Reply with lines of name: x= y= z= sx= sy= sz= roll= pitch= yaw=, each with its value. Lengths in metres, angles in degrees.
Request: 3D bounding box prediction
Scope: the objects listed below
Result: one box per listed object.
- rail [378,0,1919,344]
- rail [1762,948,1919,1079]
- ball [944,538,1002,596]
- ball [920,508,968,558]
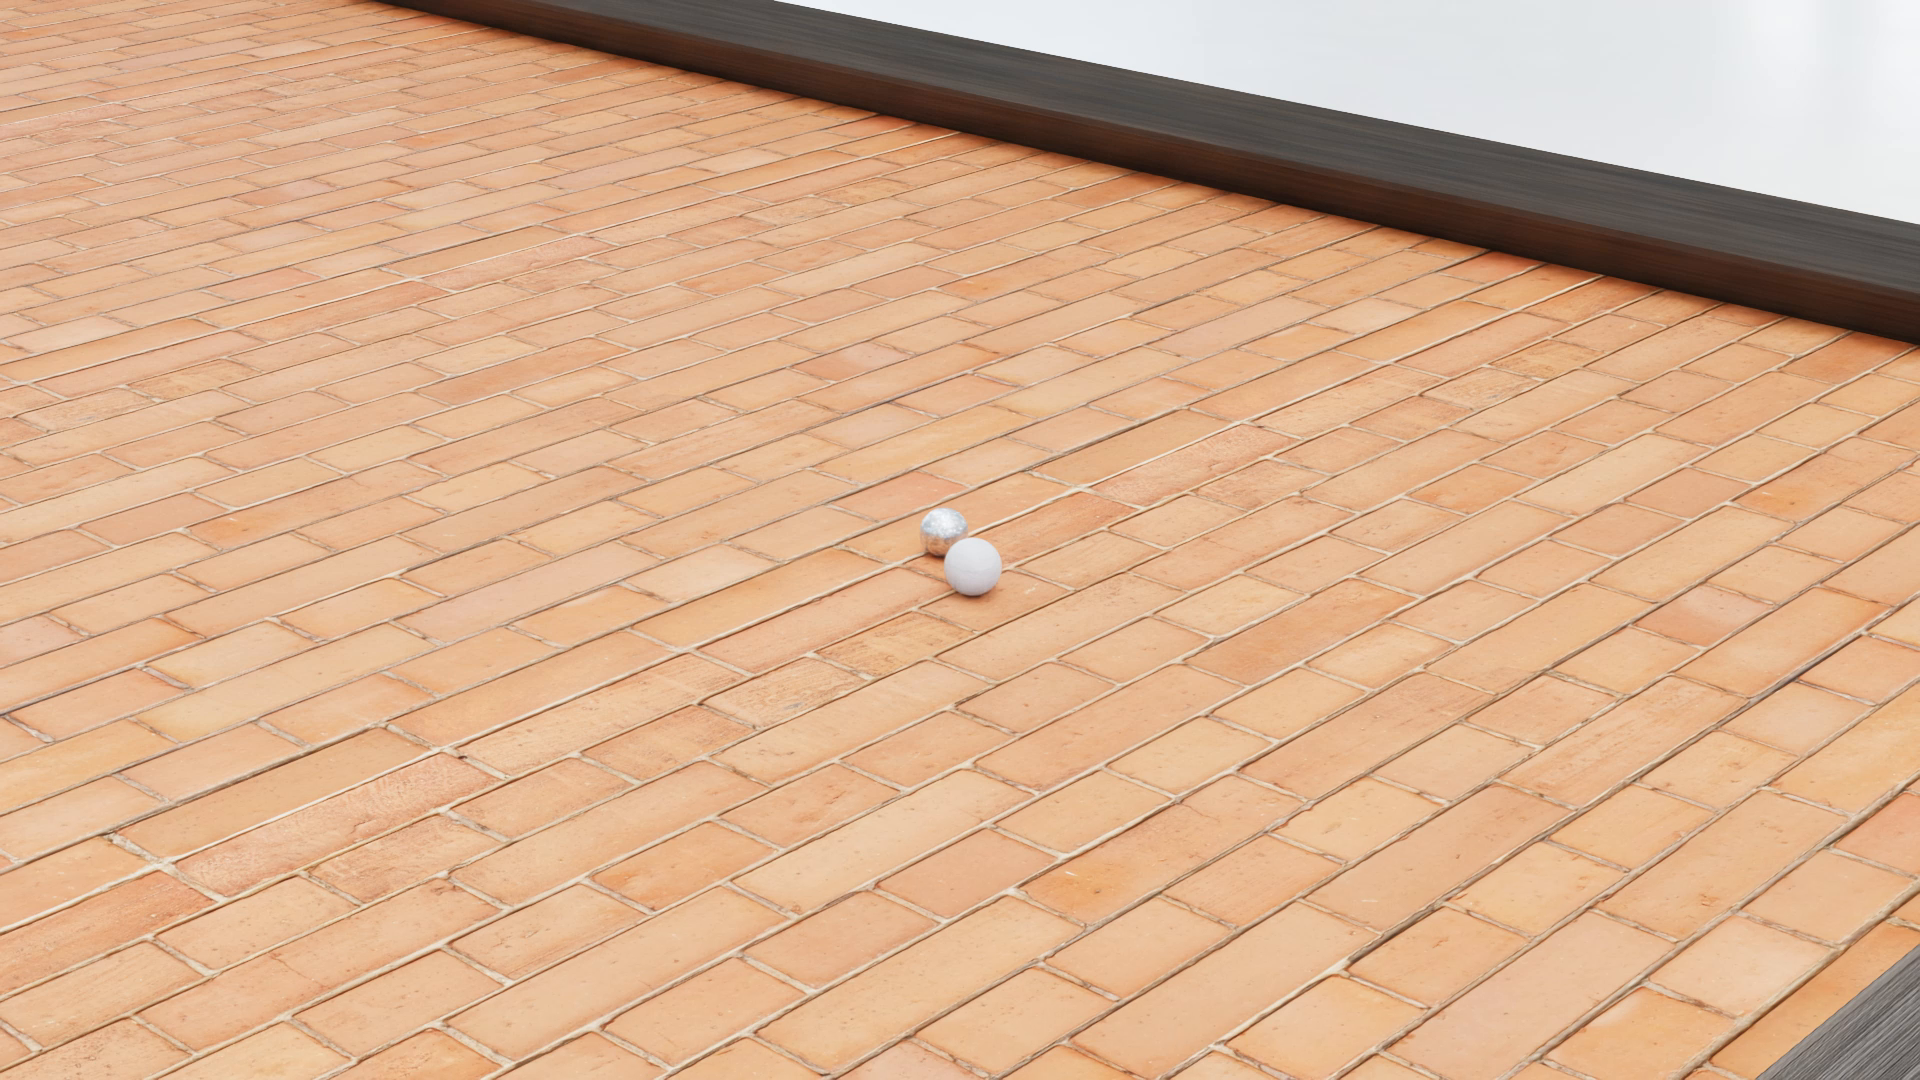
rail: x=0.009 y=-0.605 z=3.957 sx=4.055 sy=0.129 sz=0.045 roll=19 pitch=29 yaw=39
rail: x=0.732 y=0.210 z=1.934 sx=0.045 sy=0.129 sz=2.299 roll=19 pitch=29 yaw=39
ball: x=0.011 y=0.023 z=2.507 sx=0.050 sy=0.050 sz=0.050 roll=0 pitch=22 yaw=0
ball: x=-0.014 y=-0.007 z=2.589 sx=0.044 sy=0.044 sz=0.044 roll=0 pitch=22 yaw=0
